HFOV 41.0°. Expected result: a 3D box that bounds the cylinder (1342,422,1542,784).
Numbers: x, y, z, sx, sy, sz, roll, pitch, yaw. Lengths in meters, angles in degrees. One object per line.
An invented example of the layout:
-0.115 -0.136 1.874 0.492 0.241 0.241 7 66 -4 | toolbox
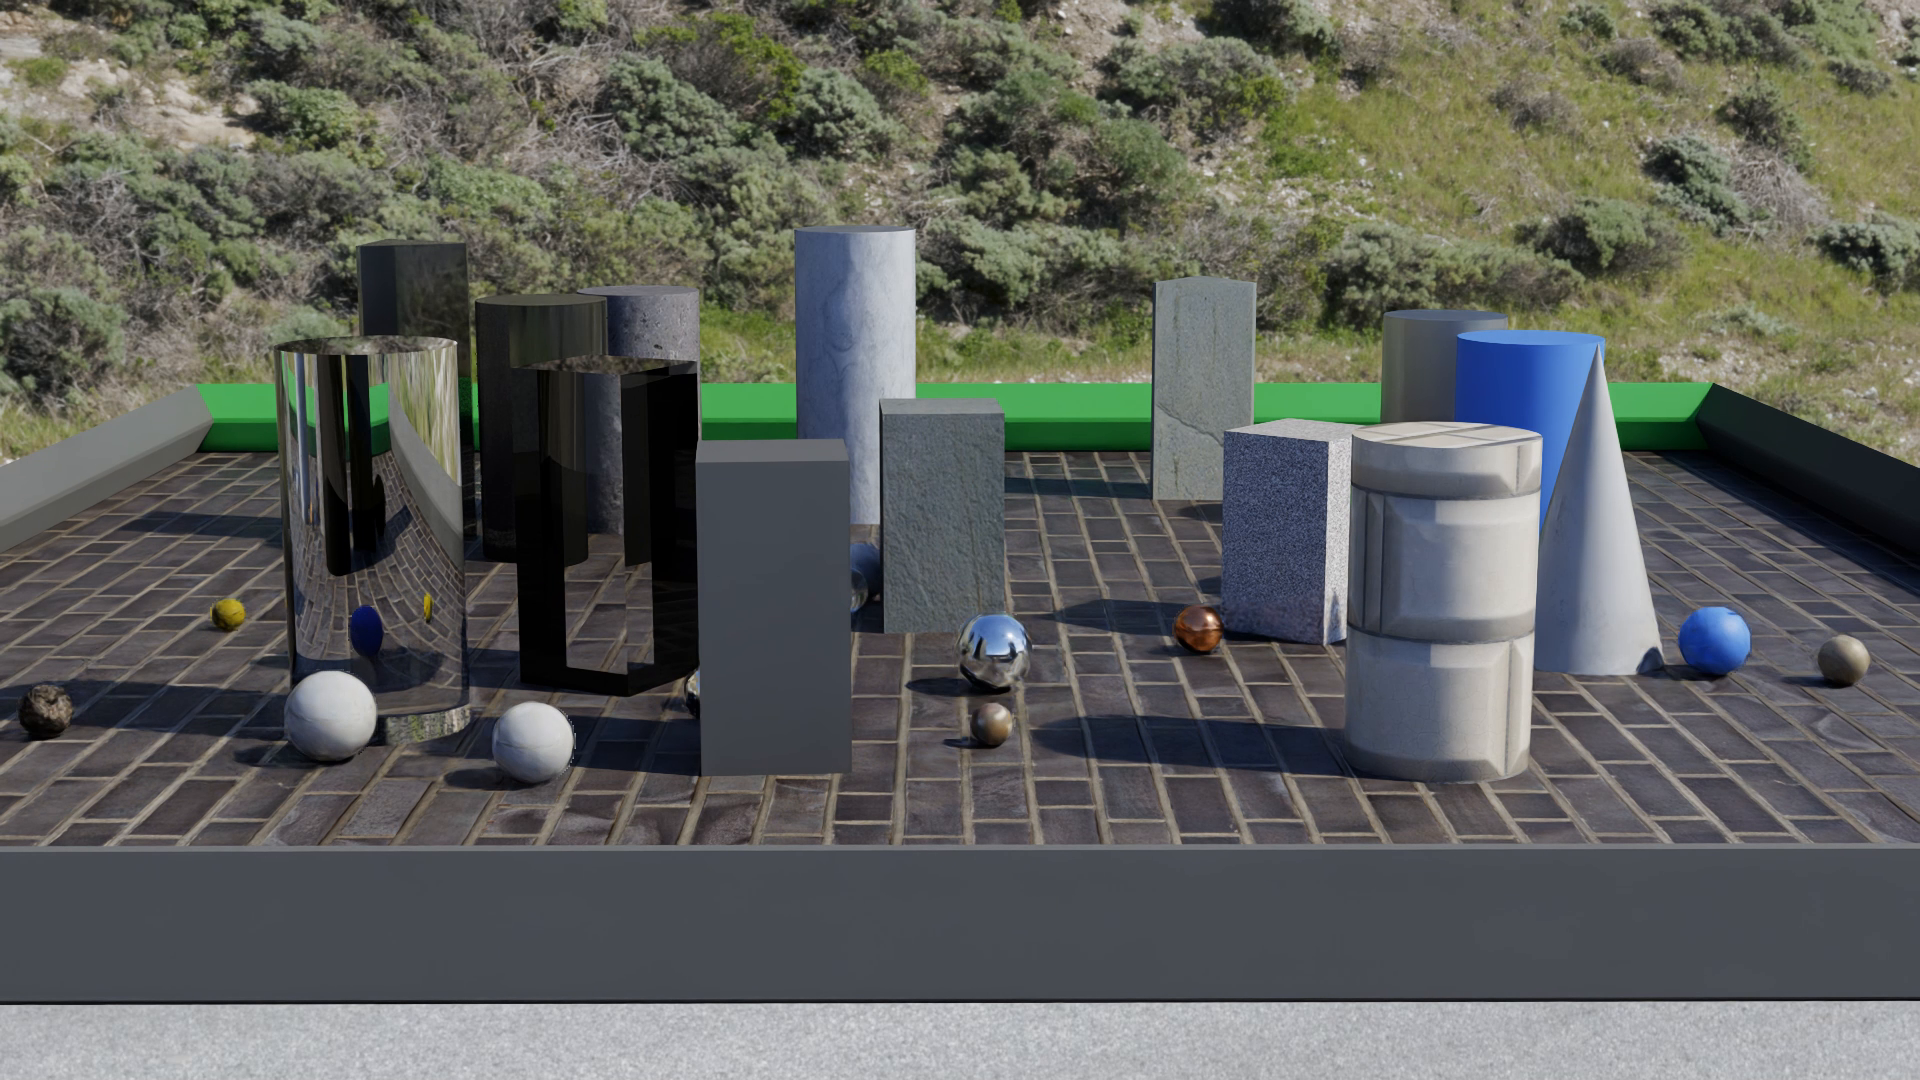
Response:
0.505 0.061 2.694 0.195 0.348 0.195 0 11 0 | cylinder

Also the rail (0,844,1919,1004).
0.008 0.296 2.027 2.893 0.127 0.045 0 11 0 | rail

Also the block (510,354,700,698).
-0.419 -0.021 3.058 0.156 0.378 0.156 6 12 28 | block

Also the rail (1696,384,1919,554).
1.423 0.031 3.457 0.045 0.127 2.939 0 11 0 | rail

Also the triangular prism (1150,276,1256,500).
0.412 -0.262 4.386 0.169 0.367 0.146 1 11 3 | triangular prism

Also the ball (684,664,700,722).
-0.270 0.169 2.840 0.073 0.073 0.073 0 11 0 | ball

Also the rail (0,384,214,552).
-1.423 0.034 3.441 0.045 0.127 2.939 0 11 0 | rail

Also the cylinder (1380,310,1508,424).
0.770 -0.193 4.099 0.195 0.334 0.195 0 11 0 | cylinder

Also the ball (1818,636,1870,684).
1.051 0.142 3.050 0.059 0.059 0.059 0 11 0 | ball

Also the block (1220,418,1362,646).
0.450 -0.014 3.340 0.156 0.261 0.156 8 13 38 | block

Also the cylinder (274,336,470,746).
-0.646 -0.003 2.830 0.195 0.425 0.195 0 11 0 | cylinder

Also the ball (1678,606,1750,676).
0.909 0.121 3.093 0.084 0.084 0.084 0 11 0 | ball

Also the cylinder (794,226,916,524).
-0.169 -0.271 4.165 0.195 0.465 0.195 0 11 0 | cylinder

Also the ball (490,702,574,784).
-0.438 0.207 2.630 0.084 0.084 0.084 0 11 0 | ball

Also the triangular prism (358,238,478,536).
-0.863 -0.237 4.003 0.169 0.456 0.146 -5 12 -25 | triangular prism

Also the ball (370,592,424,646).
-0.715 0.100 3.255 0.066 0.066 0.066 0 11 0 | ball

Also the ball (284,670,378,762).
-0.666 0.186 2.712 0.096 0.096 0.096 0 11 0 | ball

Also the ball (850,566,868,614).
-0.157 0.067 3.430 0.068 0.068 0.068 0 11 0 | ball

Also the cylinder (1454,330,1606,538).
0.770 -0.095 3.492 0.195 0.363 0.195 0 11 0 | cylinder

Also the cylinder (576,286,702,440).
-0.515 -0.218 4.141 0.195 0.370 0.195 0 11 0 | cylinder

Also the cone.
0.776 -0.048 3.155 0.195 0.394 0.195 0 11 0 | cone

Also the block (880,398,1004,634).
-0.025 -0.035 3.380 0.156 0.286 0.156 -1 11 -3 | block

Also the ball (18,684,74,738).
-1.001 0.188 2.809 0.057 0.057 0.057 0 11 0 | ball

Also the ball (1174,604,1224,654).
0.299 0.111 3.212 0.061 0.061 0.061 0 11 0 | ball

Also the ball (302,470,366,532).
-0.986 -0.061 4.042 0.098 0.098 0.098 0 11 0 | ball

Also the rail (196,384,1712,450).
-0.008 -0.231 4.871 2.893 0.127 0.045 0 11 0 | rail

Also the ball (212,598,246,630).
-0.952 0.097 3.340 0.042 0.042 0.042 0 11 0 | ball

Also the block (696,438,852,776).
-0.197 0.068 2.710 0.156 0.329 0.156 -1 11 -5 | block

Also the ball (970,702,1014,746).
0.034 0.199 2.776 0.046 0.046 0.046 0 11 0 | ball

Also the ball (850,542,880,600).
-0.137 0.043 3.522 0.081 0.081 0.081 0 11 0 | ball

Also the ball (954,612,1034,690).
0.040 0.131 3.018 0.092 0.092 0.092 0 11 0 | ball

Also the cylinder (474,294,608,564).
-0.622 -0.170 3.846 0.195 0.382 0.195 0 11 0 | cylinder
